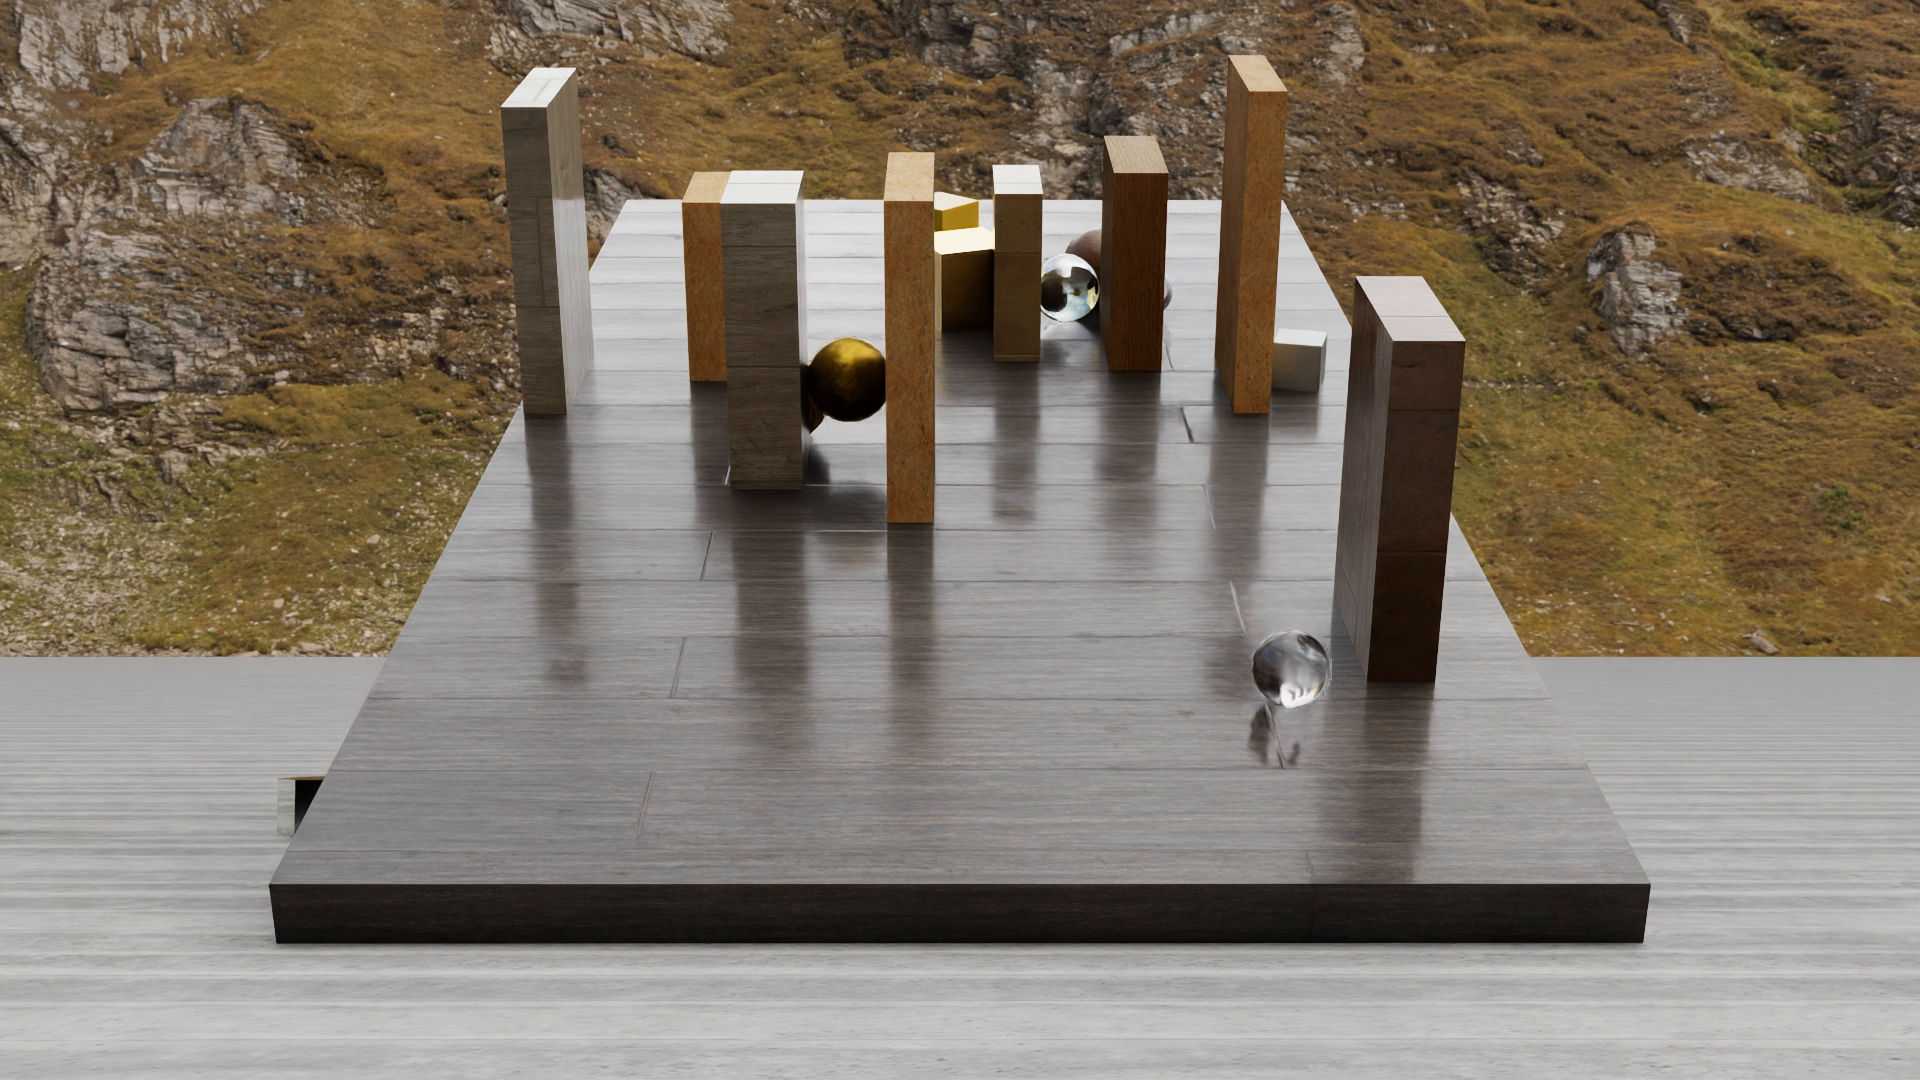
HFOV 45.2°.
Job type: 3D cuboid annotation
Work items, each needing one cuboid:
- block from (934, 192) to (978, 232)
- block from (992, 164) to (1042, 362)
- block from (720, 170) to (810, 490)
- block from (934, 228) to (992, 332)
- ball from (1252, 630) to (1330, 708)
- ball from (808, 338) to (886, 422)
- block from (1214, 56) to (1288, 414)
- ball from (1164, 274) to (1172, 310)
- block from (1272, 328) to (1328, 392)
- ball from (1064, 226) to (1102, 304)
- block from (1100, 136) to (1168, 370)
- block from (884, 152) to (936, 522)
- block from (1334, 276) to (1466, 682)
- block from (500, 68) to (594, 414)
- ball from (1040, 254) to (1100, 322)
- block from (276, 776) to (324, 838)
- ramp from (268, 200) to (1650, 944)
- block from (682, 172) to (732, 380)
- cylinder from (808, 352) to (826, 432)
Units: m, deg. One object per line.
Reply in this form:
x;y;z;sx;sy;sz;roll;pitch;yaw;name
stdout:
-0.054;-0.873;6.437;0.151;0.151;0.151;19;29;38;block
0.137;-0.678;5.626;0.113;0.413;0.290;0;23;0;block
-0.400;-0.437;4.791;0.149;0.606;0.270;0;23;0;block
0.006;-0.666;5.872;0.201;0.201;0.201;-9;24;-21;block
0.553;0.215;3.851;0.129;0.129;0.129;0;-3;0;ball
-0.237;-0.341;4.933;0.180;0.180;0.180;0;-3;0;ball
0.661;-0.704;5.276;0.083;0.731;0.407;0;23;0;block
0.481;-0.636;5.900;0.127;0.127;0.127;0;-3;0;ball
0.795;-0.421;5.403;0.112;0.112;0.112;6;23;14;block
0.365;-0.712;5.987;0.200;0.200;0.200;0;-3;0;ball
0.418;-0.701;5.595;0.126;0.480;0.386;0;23;0;block
-0.099;-0.415;4.675;0.094;0.657;0.401;0;23;0;block
0.756;-0.111;4.006;0.117;0.611;0.374;0;23;0;block
-0.938;-0.689;5.276;0.098;0.698;0.431;0;23;0;block
0.269;-0.639;5.845;0.173;0.173;0.173;0;-3;0;ball
-1.506;0.620;5.370;0.130;0.130;0.130;2;-3;-34;block
-0.007;-0.224;5.200;2.000;0.100;4.000;0;23;0;ramp
-0.565;-0.630;5.486;0.145;0.429;0.295;0;23;0;block
-0.397;-0.337;5.099;0.186;0.186;0.186;1;22;-14;cylinder
